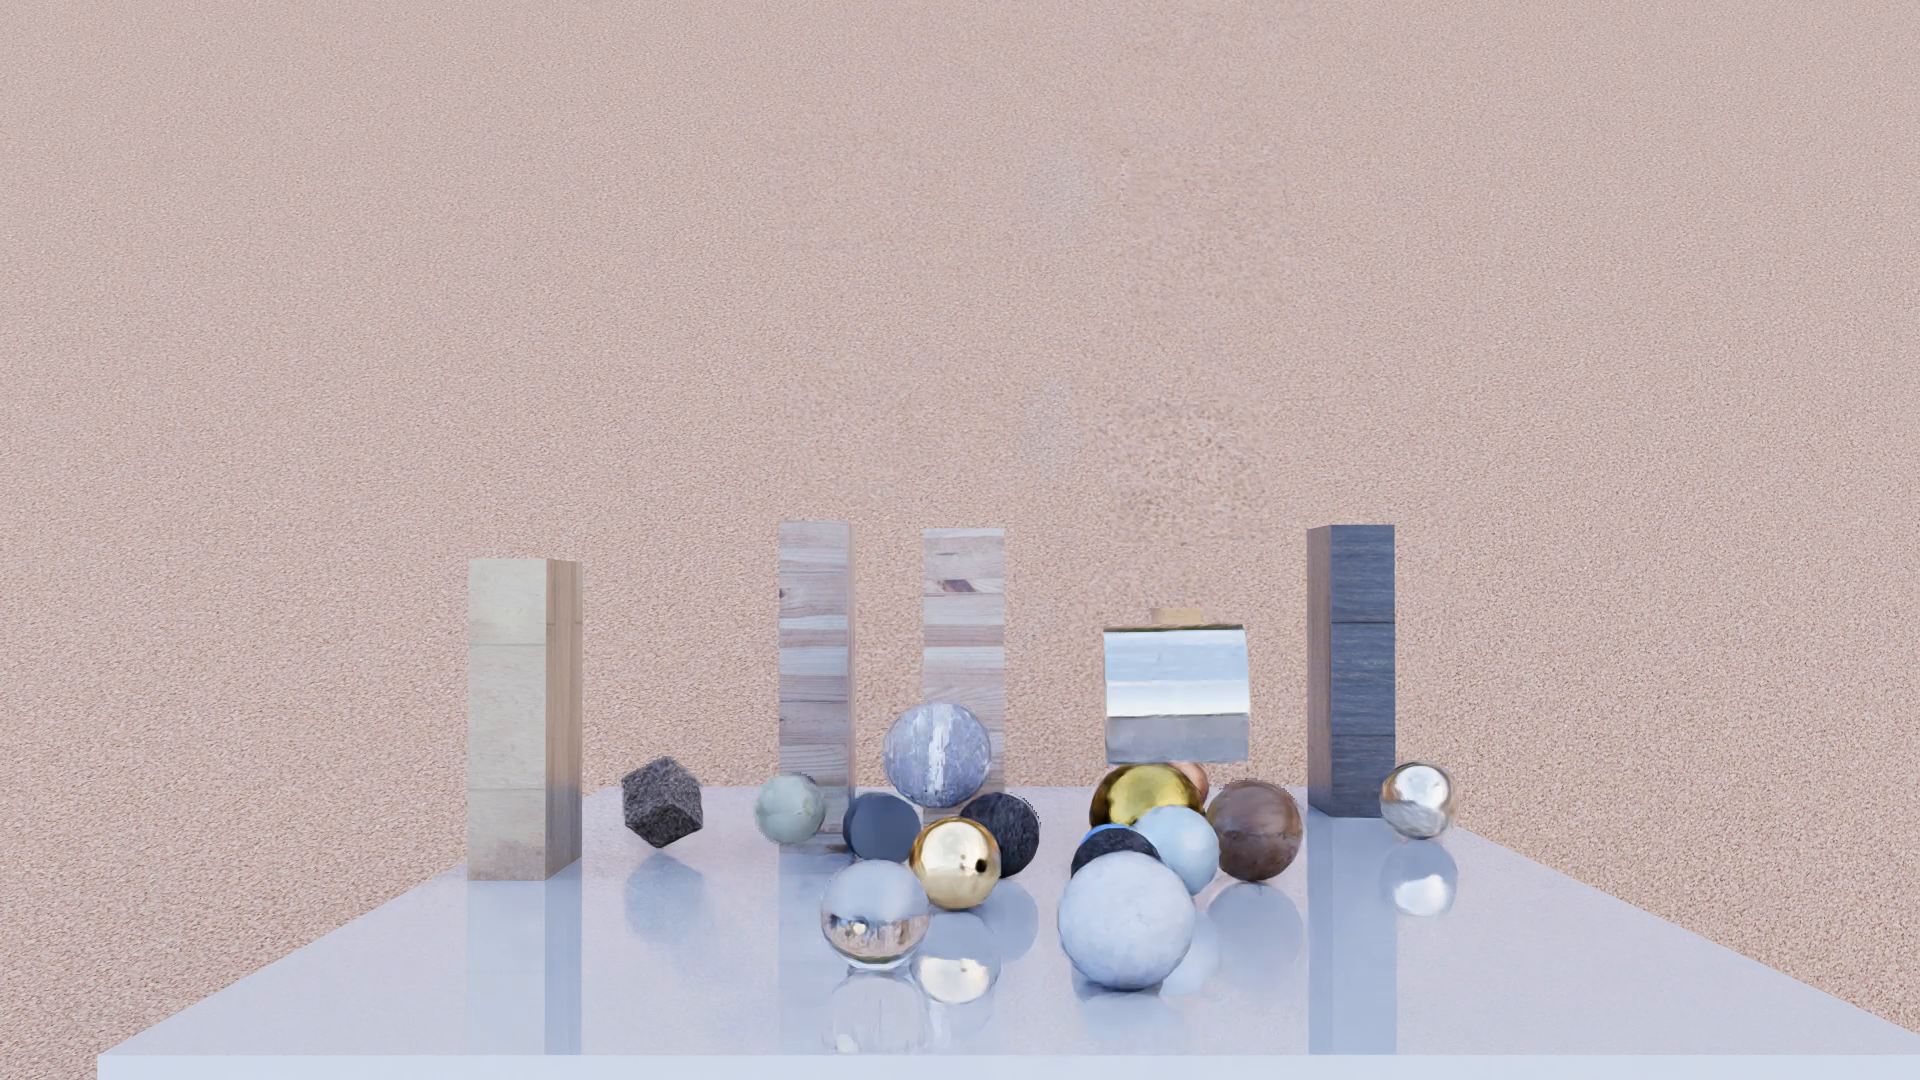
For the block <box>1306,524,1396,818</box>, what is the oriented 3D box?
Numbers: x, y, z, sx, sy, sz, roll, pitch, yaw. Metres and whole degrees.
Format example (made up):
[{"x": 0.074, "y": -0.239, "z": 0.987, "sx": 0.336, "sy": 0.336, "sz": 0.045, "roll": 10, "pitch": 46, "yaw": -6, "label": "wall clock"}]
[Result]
[{"x": 0.906, "y": 0.299, "z": 6.030, "sx": 0.143, "sy": 0.657, "sz": 0.406, "roll": 0, "pitch": -1, "yaw": 0, "label": "block"}]

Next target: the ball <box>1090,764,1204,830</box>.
[{"x": 0.332, "y": 0.492, "z": 4.603, "sx": 0.205, "sy": 0.205, "sz": 0.205, "roll": 0, "pitch": 34, "yaw": 0, "label": "ball"}]

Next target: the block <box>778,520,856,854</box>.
[{"x": -0.284, "y": 0.288, "z": 5.219, "sx": 0.131, "sy": 0.641, "sz": 0.418, "roll": 0, "pitch": -1, "yaw": 0, "label": "block"}]

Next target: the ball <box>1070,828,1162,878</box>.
[{"x": 0.238, "y": 0.507, "z": 3.930, "sx": 0.143, "sy": 0.143, "sz": 0.143, "roll": 0, "pitch": 34, "yaw": 0, "label": "ball"}]

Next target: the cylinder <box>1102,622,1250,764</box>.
[{"x": 0.271, "y": 0.194, "z": 3.286, "sx": 0.175, "sy": 0.175, "sz": 0.175, "roll": -2, "pitch": 34, "yaw": 2, "label": "cylinder"}]

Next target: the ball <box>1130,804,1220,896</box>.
[{"x": 0.345, "y": 0.508, "z": 4.212, "sx": 0.155, "sy": 0.155, "sz": 0.155, "roll": 0, "pitch": 34, "yaw": 0, "label": "ball"}]

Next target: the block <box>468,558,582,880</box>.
[{"x": -0.789, "y": 0.318, "z": 4.737, "sx": 0.135, "sy": 0.560, "sz": 0.441, "roll": 0, "pitch": -1, "yaw": 0, "label": "block"}]

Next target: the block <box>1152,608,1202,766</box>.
[{"x": 0.455, "y": 0.379, "z": 5.462, "sx": 0.084, "sy": 0.471, "sz": 0.248, "roll": 0, "pitch": -1, "yaw": 0, "label": "block"}]

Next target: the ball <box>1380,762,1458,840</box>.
[{"x": 0.935, "y": 0.531, "z": 5.286, "sx": 0.159, "sy": 0.159, "sz": 0.159, "roll": 0, "pitch": 34, "yaw": 0, "label": "ball"}]

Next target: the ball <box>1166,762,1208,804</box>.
[{"x": 0.435, "y": 0.502, "z": 5.266, "sx": 0.138, "sy": 0.138, "sz": 0.138, "roll": 0, "pitch": 34, "yaw": 0, "label": "ball"}]

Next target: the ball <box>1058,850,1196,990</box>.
[{"x": 0.208, "y": 0.477, "z": 3.253, "sx": 0.173, "sy": 0.173, "sz": 0.173, "roll": 0, "pitch": 34, "yaw": 0, "label": "ball"}]

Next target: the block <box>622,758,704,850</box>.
[{"x": -0.580, "y": 0.513, "z": 5.055, "sx": 0.109, "sy": 0.109, "sz": 0.109, "roll": -26, "pitch": 47, "yaw": 17, "label": "block"}]

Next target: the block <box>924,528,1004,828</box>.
[{"x": 0.007, "y": 0.293, "z": 4.986, "sx": 0.149, "sy": 0.620, "sz": 0.396, "roll": 0, "pitch": -1, "yaw": 0, "label": "block"}]

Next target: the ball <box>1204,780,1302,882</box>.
[{"x": 0.508, "y": 0.505, "z": 4.508, "sx": 0.173, "sy": 0.173, "sz": 0.173, "roll": 0, "pitch": 34, "yaw": 0, "label": "ball"}]

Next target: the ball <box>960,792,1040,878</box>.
[{"x": 0.065, "y": 0.519, "z": 4.552, "sx": 0.150, "sy": 0.150, "sz": 0.150, "roll": 0, "pitch": 34, "yaw": 0, "label": "ball"}]

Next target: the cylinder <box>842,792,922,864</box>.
[{"x": -0.145, "y": 0.532, "z": 4.784, "sx": 0.130, "sy": 0.130, "sz": 0.130, "roll": -6, "pitch": -1, "yaw": -9, "label": "cylinder"}]

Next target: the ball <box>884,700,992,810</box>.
[{"x": -0.039, "y": 0.380, "z": 4.590, "sx": 0.191, "sy": 0.191, "sz": 0.191, "roll": 0, "pitch": 34, "yaw": 0, "label": "ball"}]

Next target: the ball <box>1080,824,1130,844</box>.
[{"x": 0.253, "y": 0.529, "z": 4.311, "sx": 0.117, "sy": 0.117, "sz": 0.117, "roll": 0, "pitch": 34, "yaw": 0, "label": "ball"}]

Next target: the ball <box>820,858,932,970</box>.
[{"x": -0.111, "y": 0.494, "z": 3.420, "sx": 0.147, "sy": 0.147, "sz": 0.147, "roll": 0, "pitch": 34, "yaw": 0, "label": "ball"}]

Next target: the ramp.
[{"x": 0.075, "y": 0.649, "z": 4.781, "sx": 2.000, "sy": 0.100, "sz": 4.000, "roll": 0, "pitch": -1, "yaw": 0, "label": "ramp"}]

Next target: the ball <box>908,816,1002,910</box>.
[{"x": -0.008, "y": 0.509, "z": 4.078, "sx": 0.148, "sy": 0.148, "sz": 0.148, "roll": 0, "pitch": 34, "yaw": 0, "label": "ball"}]

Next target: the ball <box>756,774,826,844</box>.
[{"x": -0.311, "y": 0.495, "z": 4.761, "sx": 0.129, "sy": 0.129, "sz": 0.129, "roll": 0, "pitch": 34, "yaw": 0, "label": "ball"}]
